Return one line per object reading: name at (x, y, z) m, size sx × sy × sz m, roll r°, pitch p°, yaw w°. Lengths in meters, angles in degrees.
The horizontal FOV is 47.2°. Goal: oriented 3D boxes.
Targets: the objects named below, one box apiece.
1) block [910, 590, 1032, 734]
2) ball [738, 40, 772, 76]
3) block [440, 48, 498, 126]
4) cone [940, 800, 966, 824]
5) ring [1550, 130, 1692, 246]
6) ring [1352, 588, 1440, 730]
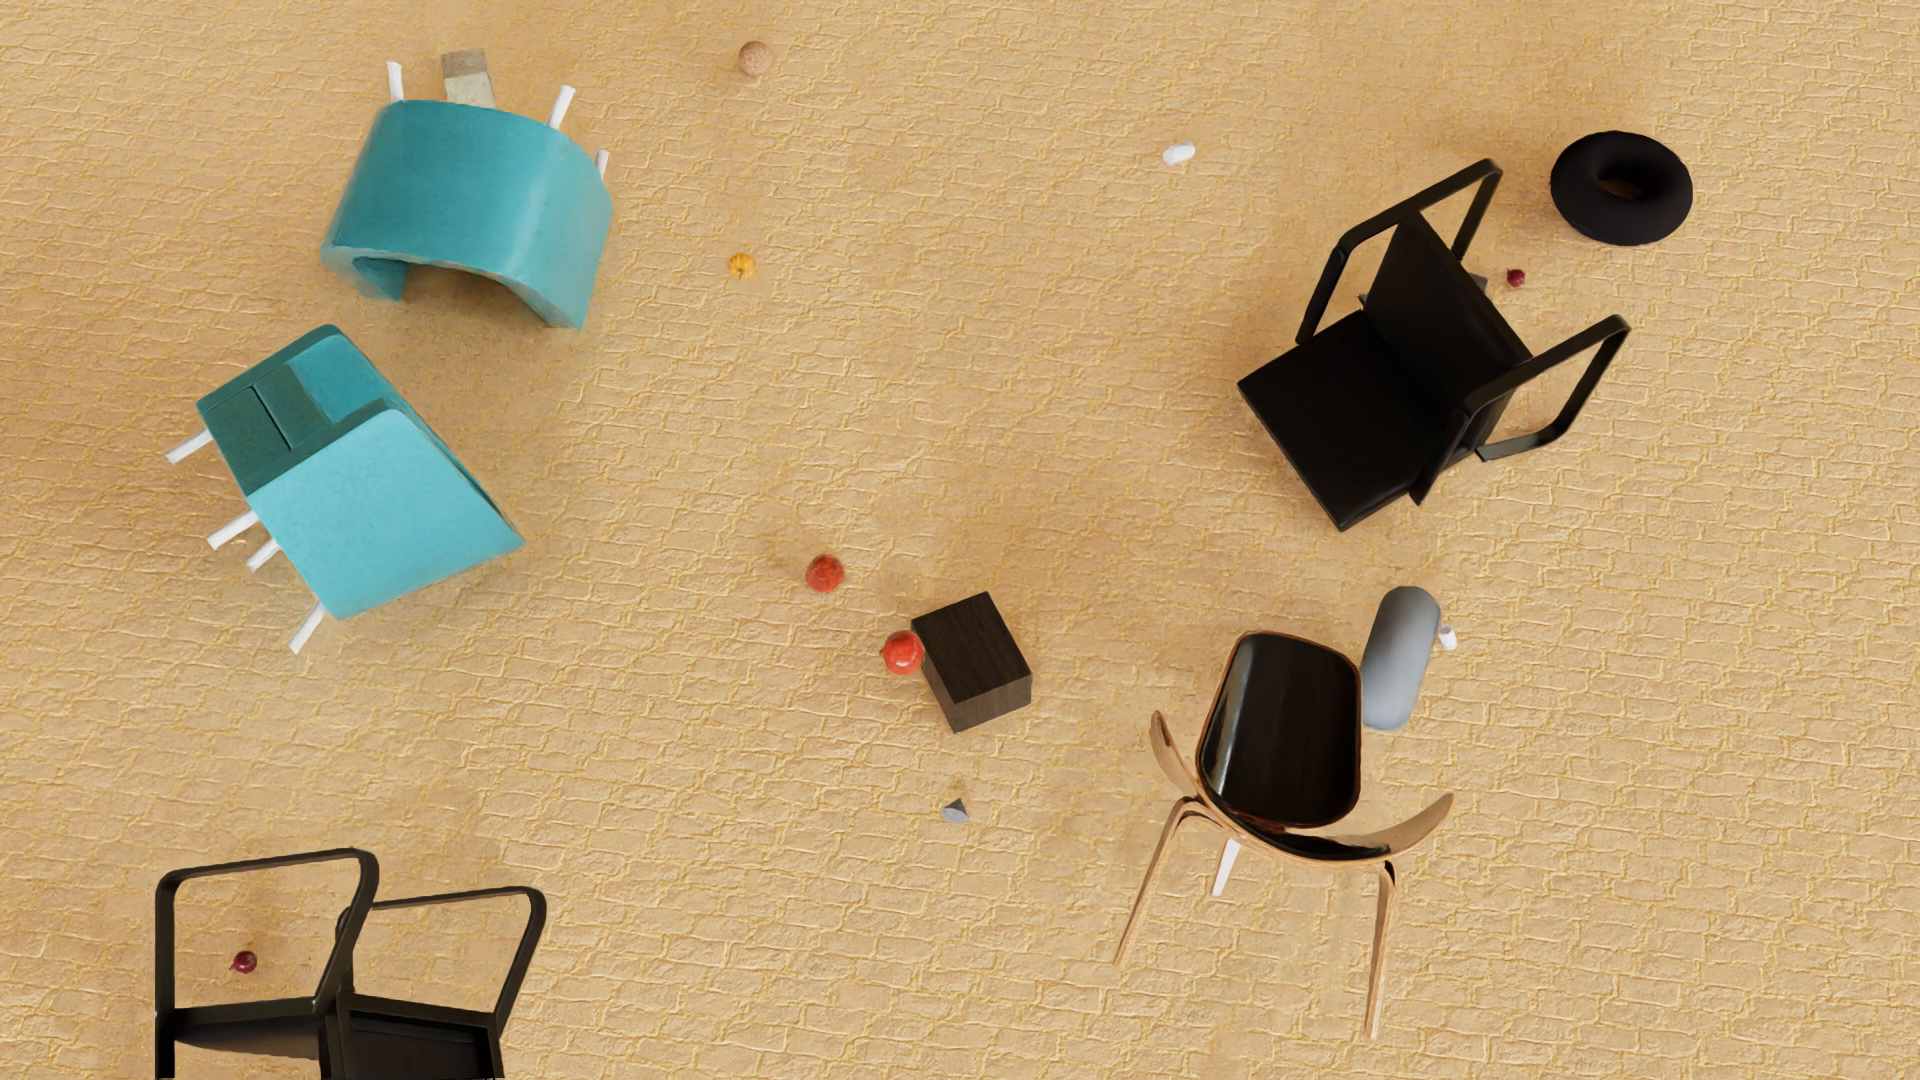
block at (0.031, 0.346, 6.239) m, size 0.238 × 0.169 × 0.301 m, roll -21°, pitch 59°, yaw -13°
ball at (-0.710, -1.670, 7.624) m, size 0.118 × 0.118 × 0.118 m, roll 0°, pitch 56°, yaw 0°
block at (-1.668, -1.540, 7.473) m, size 0.146 × 0.180 × 0.181 m, roll -12°, pitch 41°, yaw -8°
cone at (-0.007, 0.733, 6.045) m, size 0.080 × 0.067 × 0.063 m, roll 34°, pitch 37°, yaw 9°
ring at (2.183, -1.163, 7.259) m, size 0.463 × 0.159 × 0.459 m, roll 37°, pitch 63°, yaw 23°
ring at (1.201, 0.326, 6.061) m, size 0.165 × 0.484 × 0.405 m, roll 17°, pitch 76°, yaw 12°
